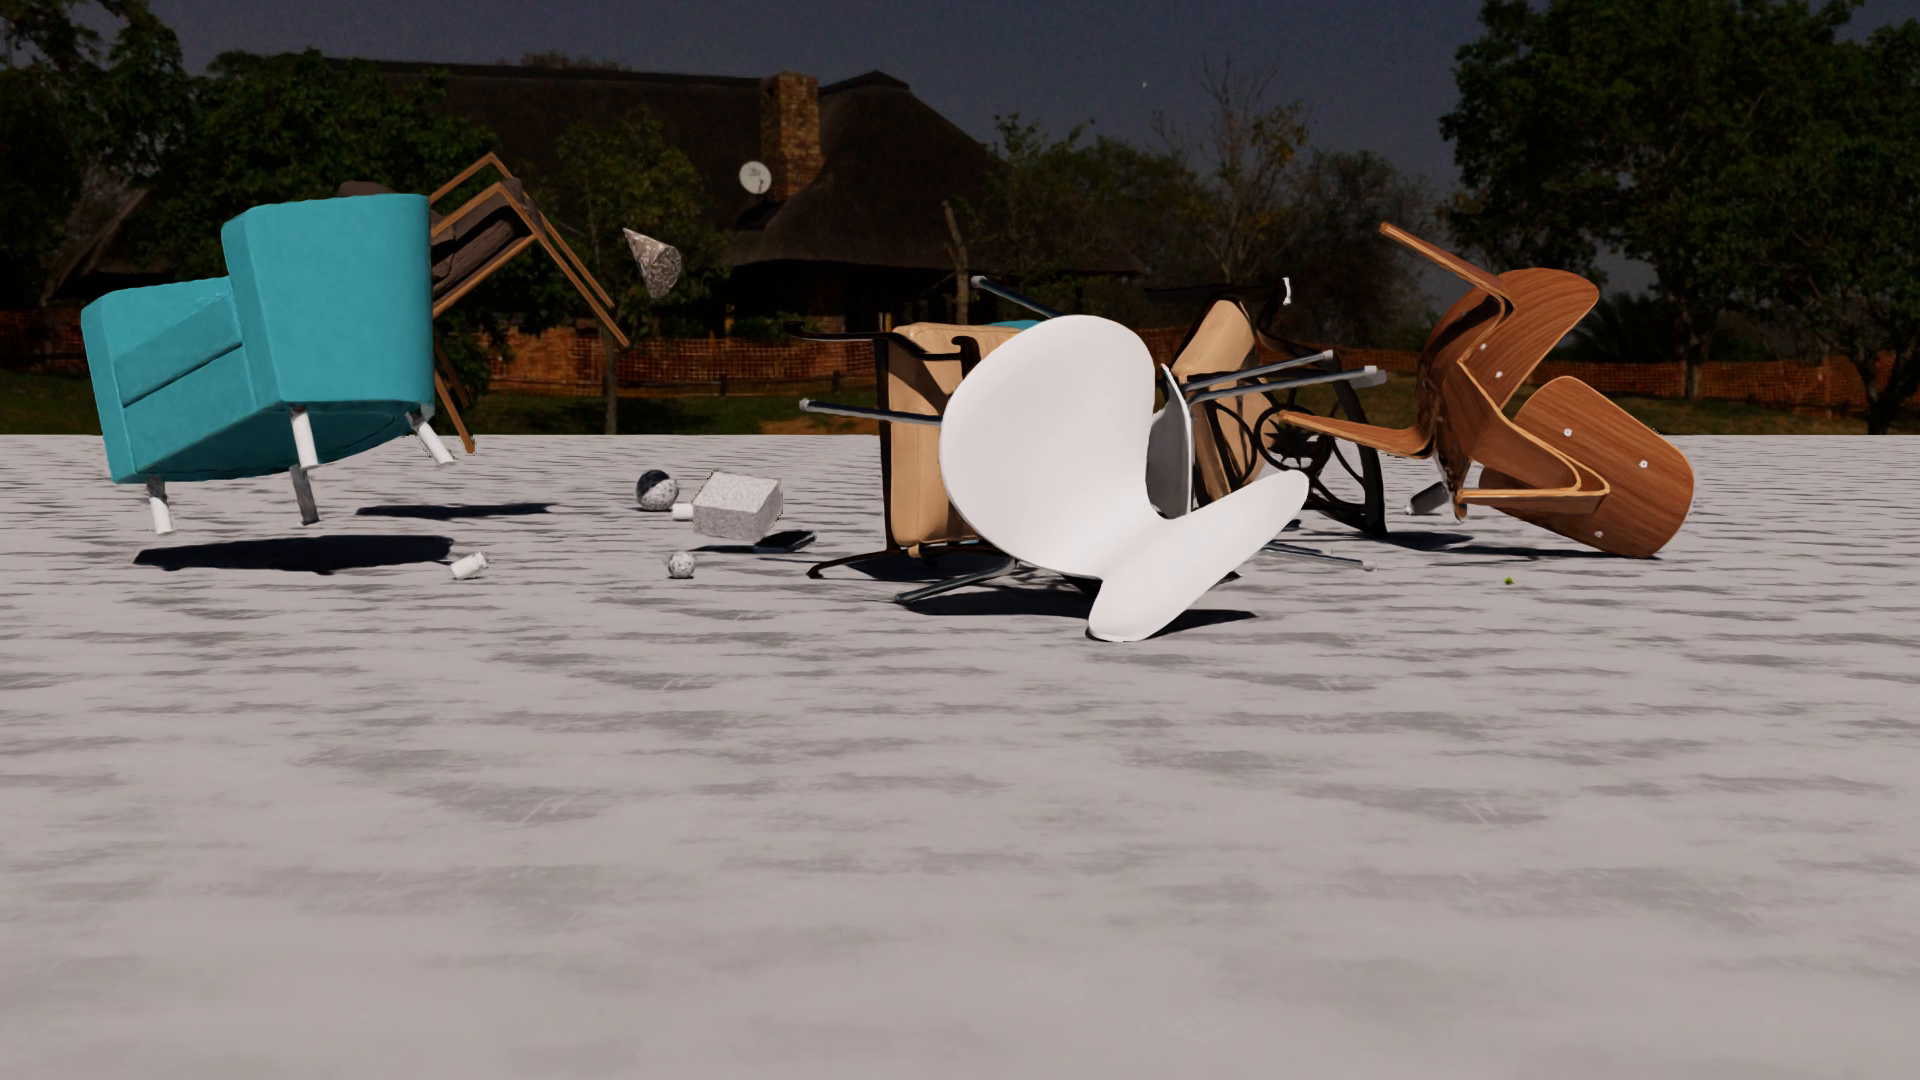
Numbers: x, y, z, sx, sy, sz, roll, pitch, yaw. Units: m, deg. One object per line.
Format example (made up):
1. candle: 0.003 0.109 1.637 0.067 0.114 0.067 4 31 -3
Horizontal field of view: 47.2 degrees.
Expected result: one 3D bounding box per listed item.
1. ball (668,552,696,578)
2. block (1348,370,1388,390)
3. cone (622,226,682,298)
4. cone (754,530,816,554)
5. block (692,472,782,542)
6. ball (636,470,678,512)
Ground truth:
1. ball: -0.659 0.059 5.203 0.066 0.066 0.066 0 4 0
2. block: 1.555 -0.613 8.395 0.099 0.050 0.121 -6 7 38
3. cone: -1.042 -0.954 7.214 0.118 0.195 0.295 -8 42 -39
4. cone: -0.479 0.020 6.032 0.173 0.060 0.075 -11 -20 -5
5. block: -0.611 -0.092 6.028 0.187 0.093 0.175 8 34 14
6. ball: -1.109 -0.181 8.047 0.155 0.155 0.155 0 4 0
